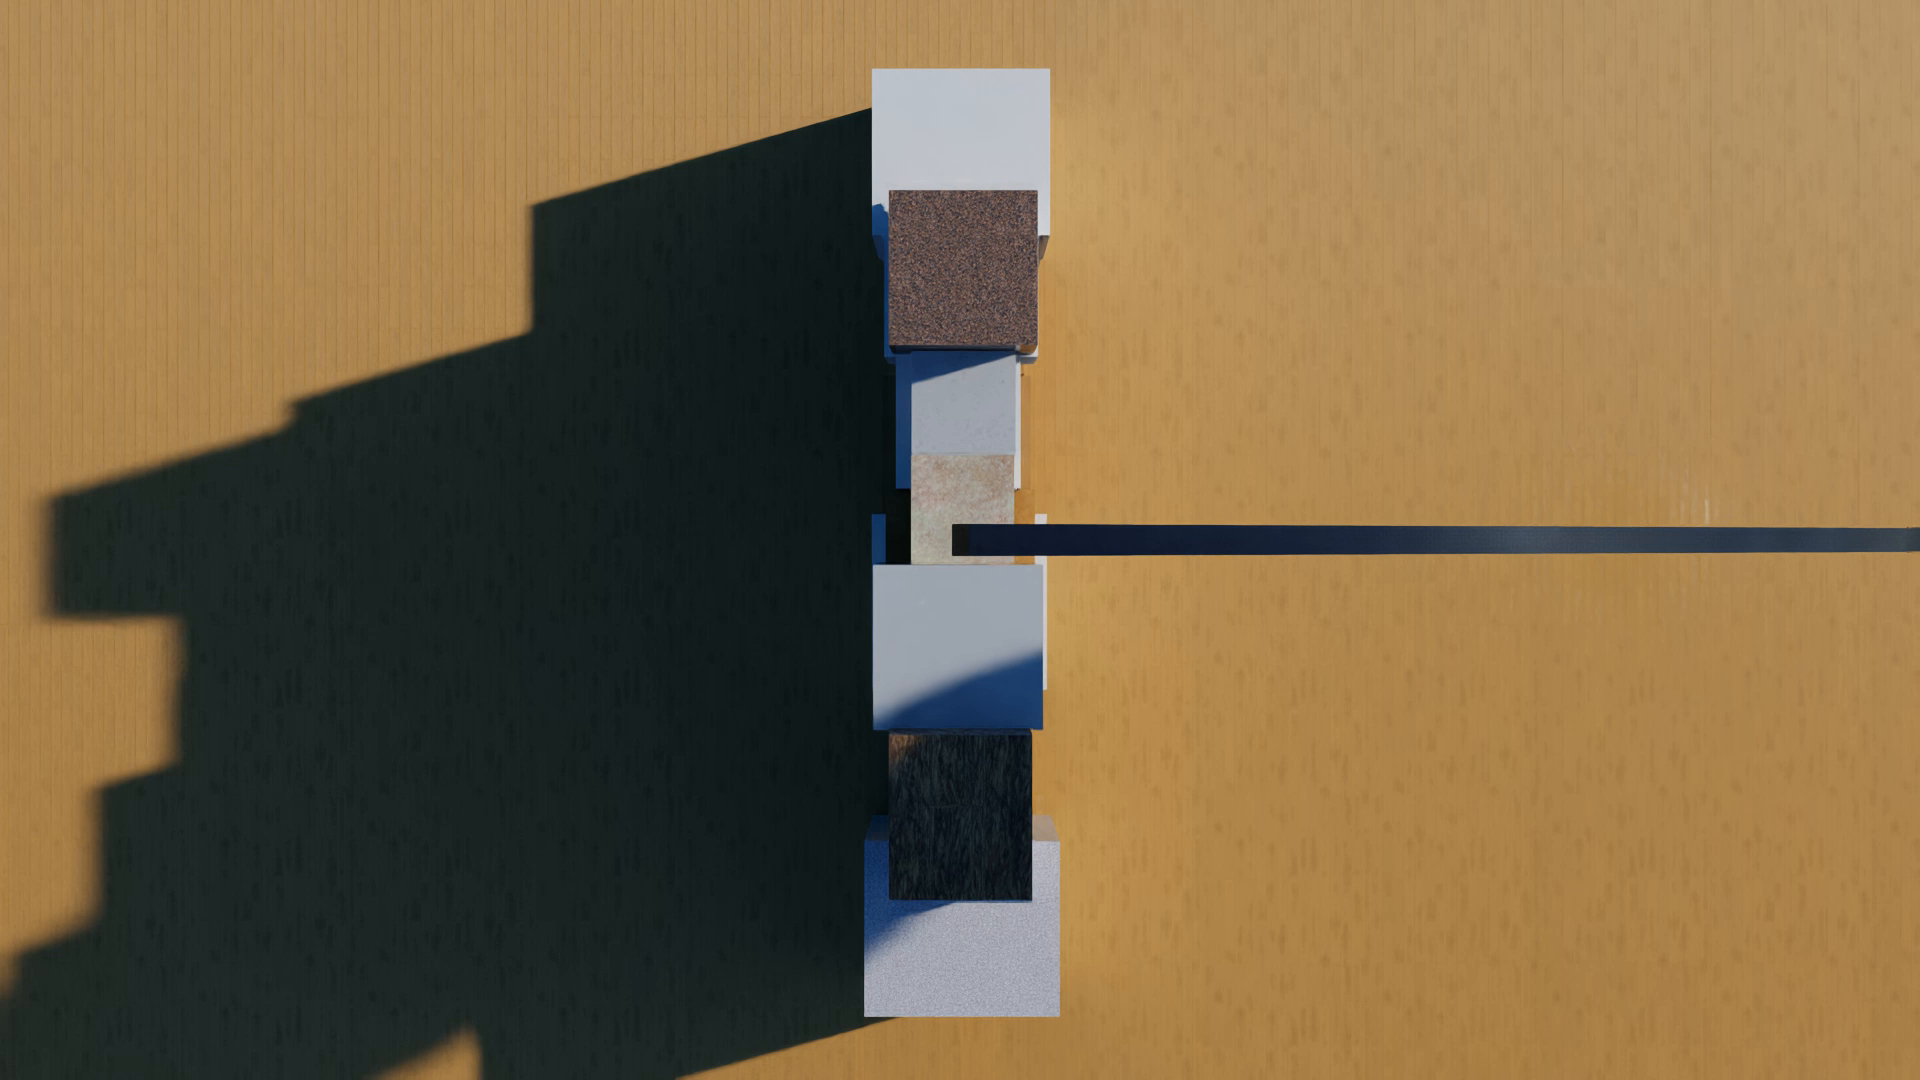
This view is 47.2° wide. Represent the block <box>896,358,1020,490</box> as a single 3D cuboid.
[{"bbox_3d":[-0.009,-0.606,11.743,0.644,0.746,0.676,0,90,0],"label":"block"}]

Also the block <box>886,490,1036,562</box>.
[{"bbox_3d":[0.002,0.094,11.769,0.777,0.661,0.712,0,90,0],"label":"block"}]

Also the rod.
[{"bbox_3d":[2.234,0.000,6.776,5.200,0.080,0.080,0,90,-31],"label":"rod"}]

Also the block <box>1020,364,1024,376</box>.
[{"bbox_3d":[0.000,-1.285,12.573,0.709,0.855,0.734,0,90,0],"label":"block"}]

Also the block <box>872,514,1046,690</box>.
[{"bbox_3d":[-0.004,0.339,12.550,0.963,0.901,0.965,0,90,0],"label":"block"}]

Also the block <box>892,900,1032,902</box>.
[{"bbox_3d":[0.011,1.455,11.519,0.711,0.672,0.782,0,90,0],"label":"block"}]

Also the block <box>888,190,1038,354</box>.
[{"bbox_3d":[0.015,-1.313,10.888,0.714,0.734,0.741,0,92,0],"label":"block"}]

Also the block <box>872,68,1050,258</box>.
[{"bbox_3d":[0.005,-2.115,12.494,0.970,1.012,0.907,0,90,0],"label":"block"}]

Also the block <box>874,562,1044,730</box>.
[{"bbox_3d":[-0.009,0.521,11.067,0.827,0.743,0.805,0,90,0],"label":"block"}]

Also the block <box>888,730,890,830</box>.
[{"bbox_3d":[-0.016,1.223,12.607,0.759,0.786,0.783,0,90,0],"label":"block"}]

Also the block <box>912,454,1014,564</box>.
[{"bbox_3d":[0.014,-0.155,11.102,0.508,0.542,0.540,0,91,0],"label":"block"}]

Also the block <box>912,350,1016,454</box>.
[{"bbox_3d":[0.018,-0.687,11.067,0.514,0.417,0.516,0,92,0],"label":"block"}]

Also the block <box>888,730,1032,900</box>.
[{"bbox_3d":[0.004,1.316,10.797,0.679,0.774,0.779,0,90,0],"label":"block"}]

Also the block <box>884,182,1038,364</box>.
[{"bbox_3d":[0.006,-1.395,11.625,0.788,0.743,0.890,0,92,0],"label":"block"}]

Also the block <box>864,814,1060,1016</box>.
[{"bbox_3d":[0.012,2.097,12.427,1.054,1.145,0.944,0,90,0],"label":"block"}]

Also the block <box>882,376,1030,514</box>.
[{"bbox_3d":[-0.019,-0.529,12.558,0.817,0.882,0.755,0,90,0],"label":"block"}]
